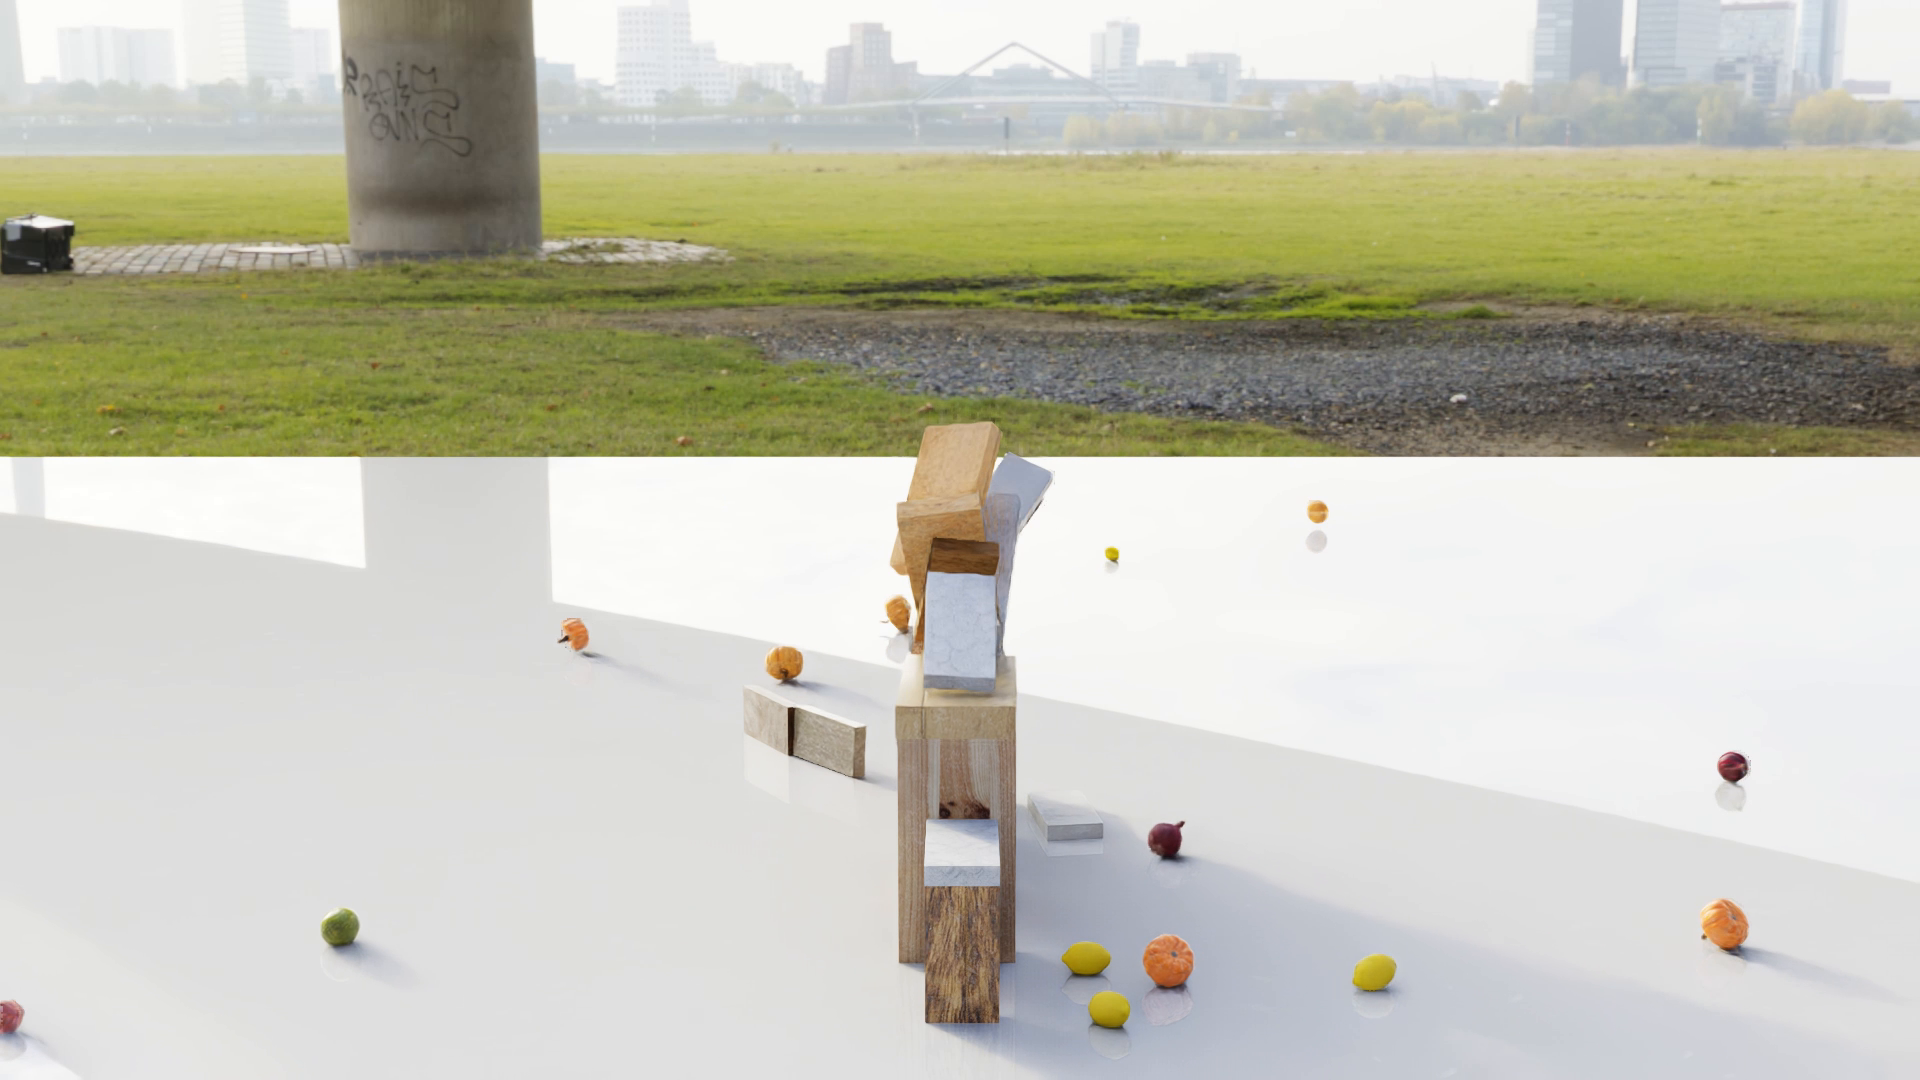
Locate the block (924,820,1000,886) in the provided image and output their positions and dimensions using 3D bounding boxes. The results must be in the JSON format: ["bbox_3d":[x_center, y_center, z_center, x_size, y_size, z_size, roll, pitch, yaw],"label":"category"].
[{"bbox_3d":[0.003,0.451,3.179,0.106,0.030,0.211,0,11,0],"label":"block"}]

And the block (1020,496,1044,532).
[{"bbox_3d":[0.072,-0.038,4.069,0.094,0.187,0.027,35,40,0],"label":"block"}]

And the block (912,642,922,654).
[{"bbox_3d":[-0.015,0.160,3.836,0.116,0.033,0.407,7,56,7],"label":"block"}]

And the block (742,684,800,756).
[{"bbox_3d":[-0.391,0.372,4.561,0.029,0.102,0.204,-6,12,-31],"label":"block"}]

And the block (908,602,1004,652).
[{"bbox_3d":[-0.004,0.146,4.071,0.169,0.048,0.338,0,11,1],"label":"block"}]

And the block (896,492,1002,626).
[{"bbox_3d":[-0.017,0.042,3.664,0.137,0.274,0.039,-7,44,4],"label":"block"}]

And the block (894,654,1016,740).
[{"bbox_3d":[-0.002,0.242,3.428,0.179,0.051,0.357,0,9,2],"label":"block"}]

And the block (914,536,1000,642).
[{"bbox_3d":[-0.006,0.088,3.660,0.108,0.217,0.031,5,43,-8],"label":"block"}]

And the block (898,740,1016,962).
[{"bbox_3d":[-0.005,0.467,3.355,0.179,0.357,0.051,0,11,0],"label":"block"}]

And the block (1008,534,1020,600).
[{"bbox_3d":[0.043,0.004,3.899,0.116,0.231,0.033,6,-33,6],"label":"block"}]

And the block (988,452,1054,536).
[{"bbox_3d":[0.080,-0.063,3.900,0.094,0.027,0.187,27,63,14],"label":"block"}]

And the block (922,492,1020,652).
[{"bbox_3d":[0.020,0.051,3.812,0.137,0.274,0.039,5,-15,8],"label":"block"}]

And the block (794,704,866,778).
[{"bbox_3d":[-0.262,0.401,4.402,0.029,0.102,0.204,-5,11,-39],"label":"block"}]

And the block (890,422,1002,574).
[{"bbox_3d":[-0.024,-0.072,3.795,0.137,0.274,0.039,-2,-29,32],"label":"block"}]

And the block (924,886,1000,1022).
[{"bbox_3d":[0.003,0.582,3.132,0.106,0.212,0.030,0,11,0],"label":"block"}]

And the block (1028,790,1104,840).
[{"bbox_3d":[0.192,0.505,4.045,0.102,0.029,0.204,-2,11,-8],"label":"block"}]

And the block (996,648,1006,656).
[{"bbox_3d":[-0.002,0.364,3.954,0.169,0.338,0.048,0,-3,0],"label":"block"}]

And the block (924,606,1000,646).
[{"bbox_3d":[0.002,0.129,3.540,0.108,0.031,0.217,1,11,-4],"label":"block"}]

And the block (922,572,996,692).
[{"bbox_3d":[0.000,0.140,3.401,0.108,0.031,0.217,3,45,-2],"label":"block"}]

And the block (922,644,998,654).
[{"bbox_3d":[-0.002,0.183,3.655,0.116,0.033,0.231,1,-12,-3],"label":"block"}]
